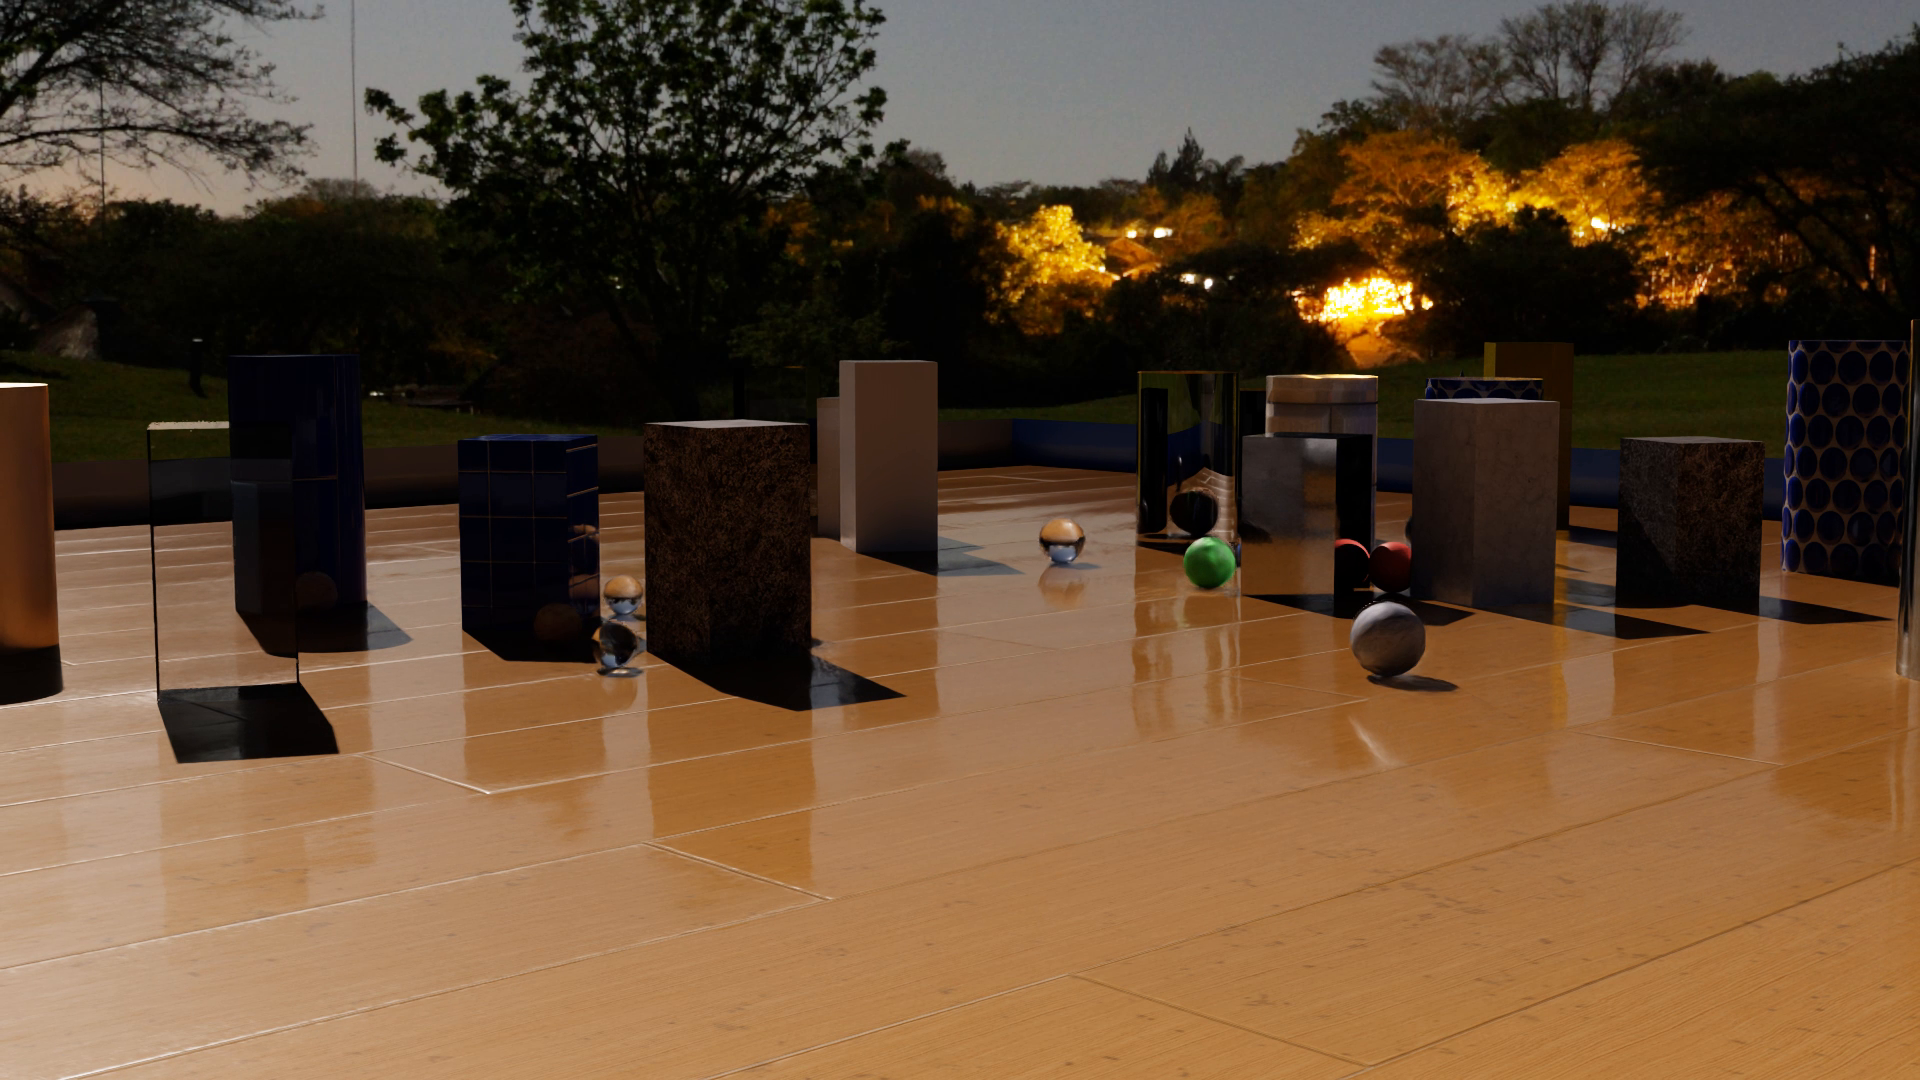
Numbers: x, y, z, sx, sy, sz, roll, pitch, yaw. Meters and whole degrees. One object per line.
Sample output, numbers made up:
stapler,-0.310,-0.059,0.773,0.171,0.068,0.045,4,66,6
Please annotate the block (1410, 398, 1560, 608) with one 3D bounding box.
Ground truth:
block,0.803,-0.061,3.372,0.154,0.305,0.154,-3,7,-24

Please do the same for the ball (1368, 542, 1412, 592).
ball,0.681,0.043,3.456,0.080,0.080,0.080,0,6,0

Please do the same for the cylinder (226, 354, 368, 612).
cylinder,-1.000,-0.091,3.321,0.193,0.375,0.193,0,6,0

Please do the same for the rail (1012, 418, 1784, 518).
rail,1.611,-0.123,4.810,0.045,0.125,4.350,-6,8,-42

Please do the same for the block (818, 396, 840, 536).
block,-0.175,-0.146,4.347,0.154,0.271,0.154,3,7,29

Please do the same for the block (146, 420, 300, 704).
block,-0.858,0.021,2.564,0.154,0.311,0.154,-2,6,-18

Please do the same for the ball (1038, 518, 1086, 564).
ball,0.179,0.000,3.859,0.081,0.081,0.081,0,6,0

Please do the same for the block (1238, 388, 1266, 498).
block,0.607,-0.163,4.454,0.154,0.282,0.154,1,6,11

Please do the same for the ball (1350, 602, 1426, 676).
ball,0.519,0.121,2.669,0.091,0.091,0.091,0,6,0

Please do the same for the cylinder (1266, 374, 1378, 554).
cylinder,0.629,-0.121,3.837,0.193,0.328,0.193,0,6,0

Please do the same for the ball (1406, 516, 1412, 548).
ball,0.848,-0.015,3.954,0.092,0.092,0.092,0,6,0

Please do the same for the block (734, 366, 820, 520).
block,-0.388,-0.207,4.681,0.154,0.321,0.154,1,6,7

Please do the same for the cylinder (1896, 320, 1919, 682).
cylinder,1.241,-0.049,2.647,0.193,0.432,0.193,0,6,0

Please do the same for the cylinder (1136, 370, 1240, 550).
cylinder,0.429,-0.153,4.147,0.193,0.326,0.193,0,6,0

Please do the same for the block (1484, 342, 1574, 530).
block,1.158,-0.215,4.498,0.154,0.376,0.154,1,6,5

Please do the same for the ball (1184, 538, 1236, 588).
ball,0.398,0.036,3.509,0.082,0.082,0.082,0,6,0

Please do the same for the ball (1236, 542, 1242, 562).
ball,0.502,0.022,3.764,0.057,0.057,0.057,0,6,0

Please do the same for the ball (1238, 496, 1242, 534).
ball,0.559,-0.048,4.347,0.075,0.075,0.075,0,6,0

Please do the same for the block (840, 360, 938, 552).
block,-0.134,-0.159,4.102,0.154,0.347,0.154,-1,6,-14

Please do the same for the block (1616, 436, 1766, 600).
block,1.142,-0.037,3.445,0.154,0.241,0.154,-2,6,-17

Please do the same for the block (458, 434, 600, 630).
block,-0.608,-0.013,3.116,0.154,0.264,0.154,1,6,7

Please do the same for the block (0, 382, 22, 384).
block,-1.555,-0.075,3.384,0.154,0.331,0.154,3,7,25

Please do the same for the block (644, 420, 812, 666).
block,-0.301,-0.002,2.841,0.154,0.298,0.154,-5,8,-39

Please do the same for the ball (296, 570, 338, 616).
ball,-0.939,0.077,3.195,0.067,0.067,0.067,0,6,0

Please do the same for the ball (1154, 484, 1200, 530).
ball,0.437,-0.066,4.424,0.094,0.094,0.094,0,6,0

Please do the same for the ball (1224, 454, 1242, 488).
ball,0.701,-0.174,5.501,0.085,0.085,0.085,0,6,0

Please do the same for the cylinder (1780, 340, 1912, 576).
cylinder,1.505,-0.143,3.741,0.193,0.391,0.193,0,6,0

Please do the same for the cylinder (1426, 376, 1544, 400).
cylinder,0.878,-0.107,3.697,0.193,0.328,0.193,0,6,0

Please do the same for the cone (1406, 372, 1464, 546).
cone,0.921,-0.148,4.051,0.193,0.336,0.193,0,6,0

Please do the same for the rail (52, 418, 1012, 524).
rail,-1.459,-0.133,4.905,4.431,0.125,0.045,-6,8,-42

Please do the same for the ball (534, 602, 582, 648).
ball,-0.528,0.112,2.888,0.062,0.062,0.062,0,6,0

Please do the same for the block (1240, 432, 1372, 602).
block,0.543,-0.040,3.446,0.154,0.248,0.154,4,7,31

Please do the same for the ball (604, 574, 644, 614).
ball,-0.491,0.080,3.212,0.059,0.059,0.059,0,6,0

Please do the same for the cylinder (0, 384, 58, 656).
cylinder,-1.295,-0.030,2.891,0.193,0.345,0.193,0,6,0

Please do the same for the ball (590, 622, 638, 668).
ball,-0.430,0.131,2.732,0.058,0.058,0.058,0,6,0
